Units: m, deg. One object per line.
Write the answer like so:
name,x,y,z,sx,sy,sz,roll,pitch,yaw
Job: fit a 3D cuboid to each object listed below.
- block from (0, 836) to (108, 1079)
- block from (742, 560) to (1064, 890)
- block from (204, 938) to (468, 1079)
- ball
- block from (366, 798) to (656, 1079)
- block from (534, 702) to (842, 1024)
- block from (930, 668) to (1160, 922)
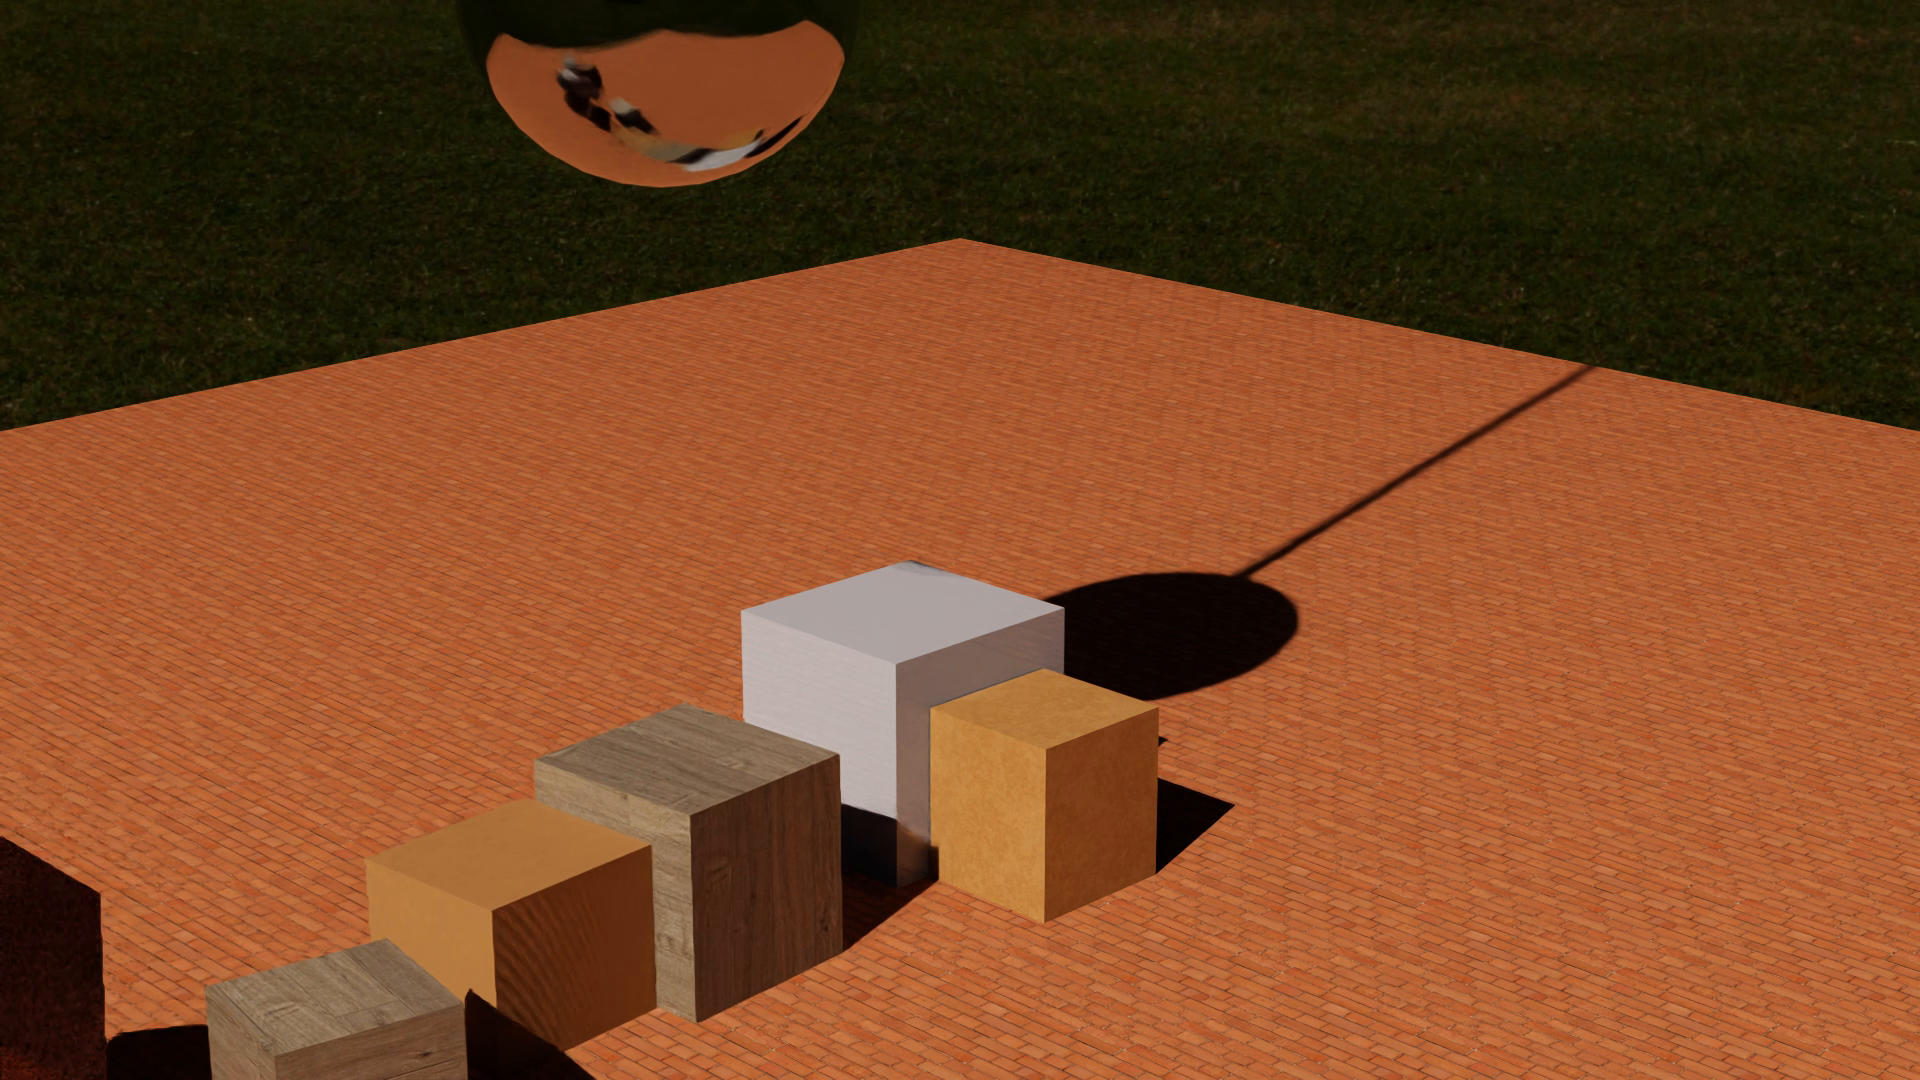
block,-3.563,1.598,10.434,0.684,0.766,0.812,-19,59,11
block,-0.266,0.840,13.863,1.096,1.085,1.041,-17,24,-42
block,-2.259,2.005,10.685,0.716,0.767,0.655,-12,21,-33
ball,-1.170,-2.179,11.431,1.600,1.600,1.600,0,17,0
block,-1.827,1.612,11.986,0.771,0.736,0.848,14,22,38
block,-1.150,1.353,12.497,0.935,0.924,0.885,14,22,38
block,0.382,1.146,13.323,0.743,0.824,0.714,-17,24,-42
